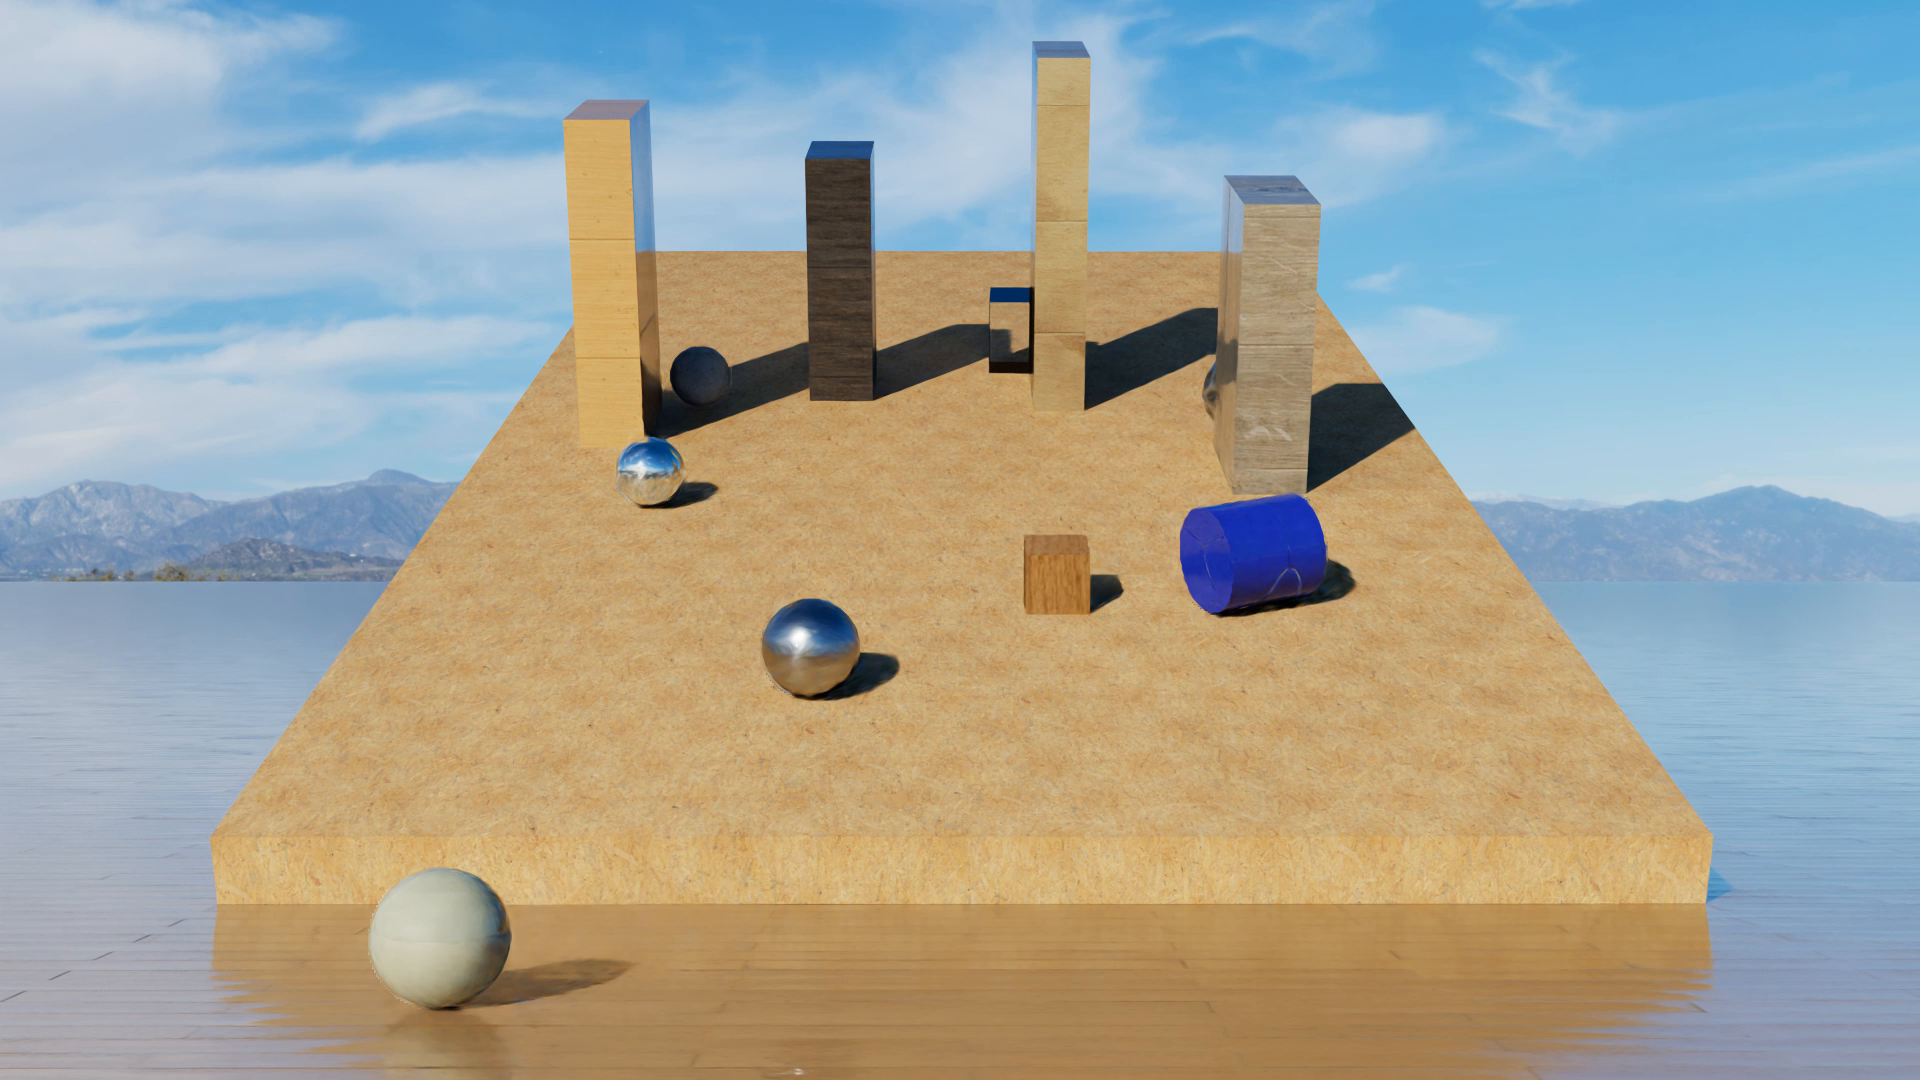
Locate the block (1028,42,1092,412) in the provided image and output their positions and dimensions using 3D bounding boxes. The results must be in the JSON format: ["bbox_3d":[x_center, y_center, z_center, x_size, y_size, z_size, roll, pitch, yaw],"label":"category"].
[{"bbox_3d":[0.221,-0.712,5.067,0.114,0.779,0.339,0,18,0],"label":"block"}]

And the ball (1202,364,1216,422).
[{"bbox_3d":[0.613,-0.316,4.823,0.183,0.183,0.183,0,-1,0],"label":"ball"}]

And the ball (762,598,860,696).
[{"bbox_3d":[-0.228,0.164,3.435,0.150,0.150,0.150,0,-1,0],"label":"ball"}]

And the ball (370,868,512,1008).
[{"bbox_3d":[-0.532,0.407,2.301,0.142,0.142,0.142,0,-1,0],"label":"ball"}]

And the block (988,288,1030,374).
[{"bbox_3d":[0.158,-0.506,5.408,0.172,0.172,0.172,1,18,1],"label":"block"}]

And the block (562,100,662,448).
[{"bbox_3d":[-0.736,-0.572,4.790,0.134,0.688,0.315,0,18,0],"label":"block"}]

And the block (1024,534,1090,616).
[{"bbox_3d":[0.164,0.059,3.820,0.107,0.107,0.107,0,18,-1],"label":"block"}]

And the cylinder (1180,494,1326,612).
[{"bbox_3d":[0.496,0.022,3.814,0.180,0.180,0.180,-9,3,-23],"label":"cylinder"}]

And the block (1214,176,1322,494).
[{"bbox_3d":[0.612,-0.418,4.512,0.146,0.575,0.341,0,18,0],"label":"block"}]

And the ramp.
[{"bbox_3d":[-0.004,-0.192,4.897,2.000,0.100,4.000,0,18,0],"label":"ramp"}]

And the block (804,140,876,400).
[{"bbox_3d":[-0.270,-0.620,5.151,0.144,0.550,0.266,0,18,0],"label":"block"}]

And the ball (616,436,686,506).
[{"bbox_3d":[-0.600,-0.132,4.346,0.135,0.135,0.135,0,-1,0],"label":"ball"}]

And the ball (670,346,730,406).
[{"bbox_3d":[-0.578,-0.365,4.997,0.135,0.135,0.135,0,-1,0],"label":"ball"}]
